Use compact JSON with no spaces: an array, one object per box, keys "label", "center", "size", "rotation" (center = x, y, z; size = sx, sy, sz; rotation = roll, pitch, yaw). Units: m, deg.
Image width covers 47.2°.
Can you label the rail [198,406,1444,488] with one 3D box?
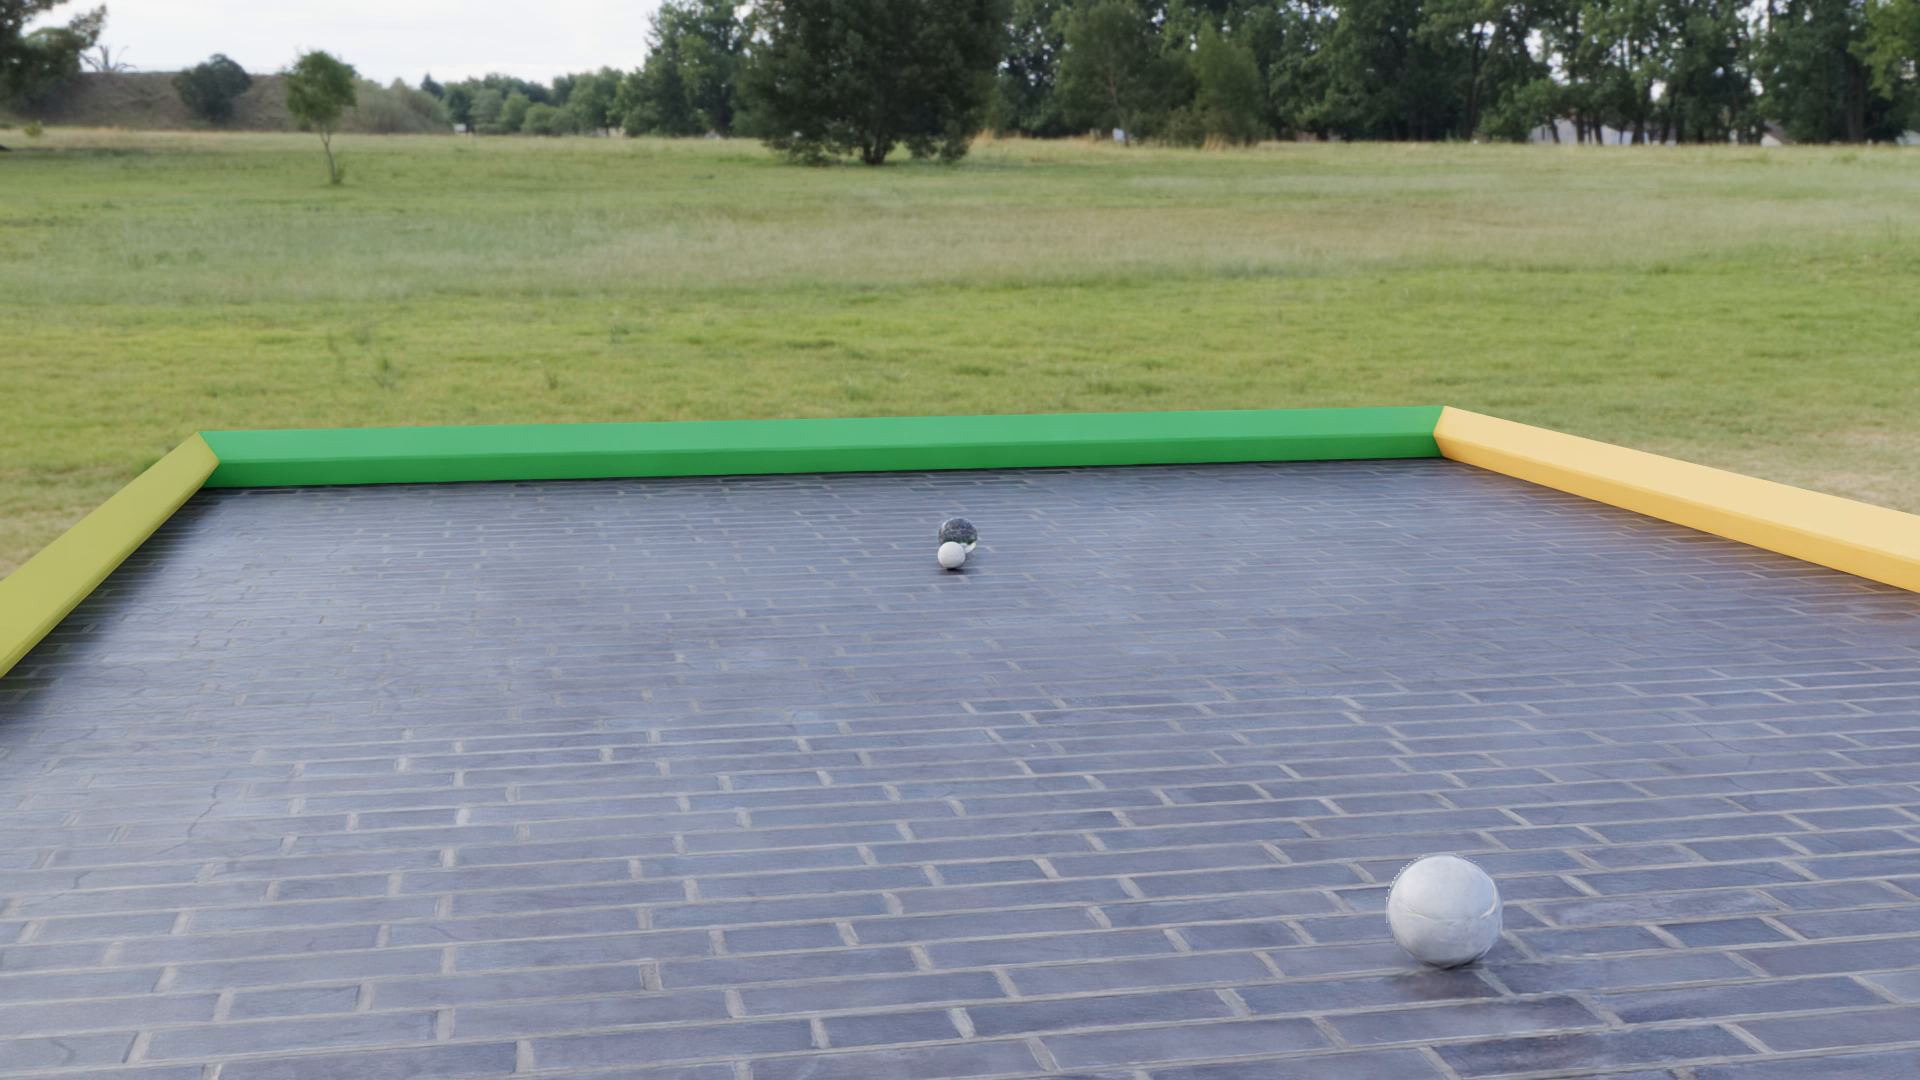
[{"label":"rail","center":[-0.211,-0.194,4.535],"size":[2.603,0.109,0.045],"rotation":[-2,9,-11]}]

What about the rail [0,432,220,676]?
[{"label":"rail","center":[-1.037,0.180,2.184],"size":[0.045,0.109,4.391],"rotation":[-2,9,-11]}]

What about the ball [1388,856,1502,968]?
[{"label":"ball","center":[0.364,0.279,1.649],"size":[0.084,0.084,0.084],"rotation":[0,9,0]}]

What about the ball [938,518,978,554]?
[{"label":"ball","center":[-0.003,-0.005,3.496],"size":[0.063,0.063,0.063],"rotation":[0,9,0]}]

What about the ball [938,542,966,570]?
[{"label":"ball","center":[-0.013,0.024,3.383],"size":[0.043,0.043,0.043],"rotation":[0,9,0]}]

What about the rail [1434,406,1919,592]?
[{"label":"rail","center":[1.469,0.101,2.681],"size":[0.045,0.109,4.391],"rotation":[-2,9,-11]}]
